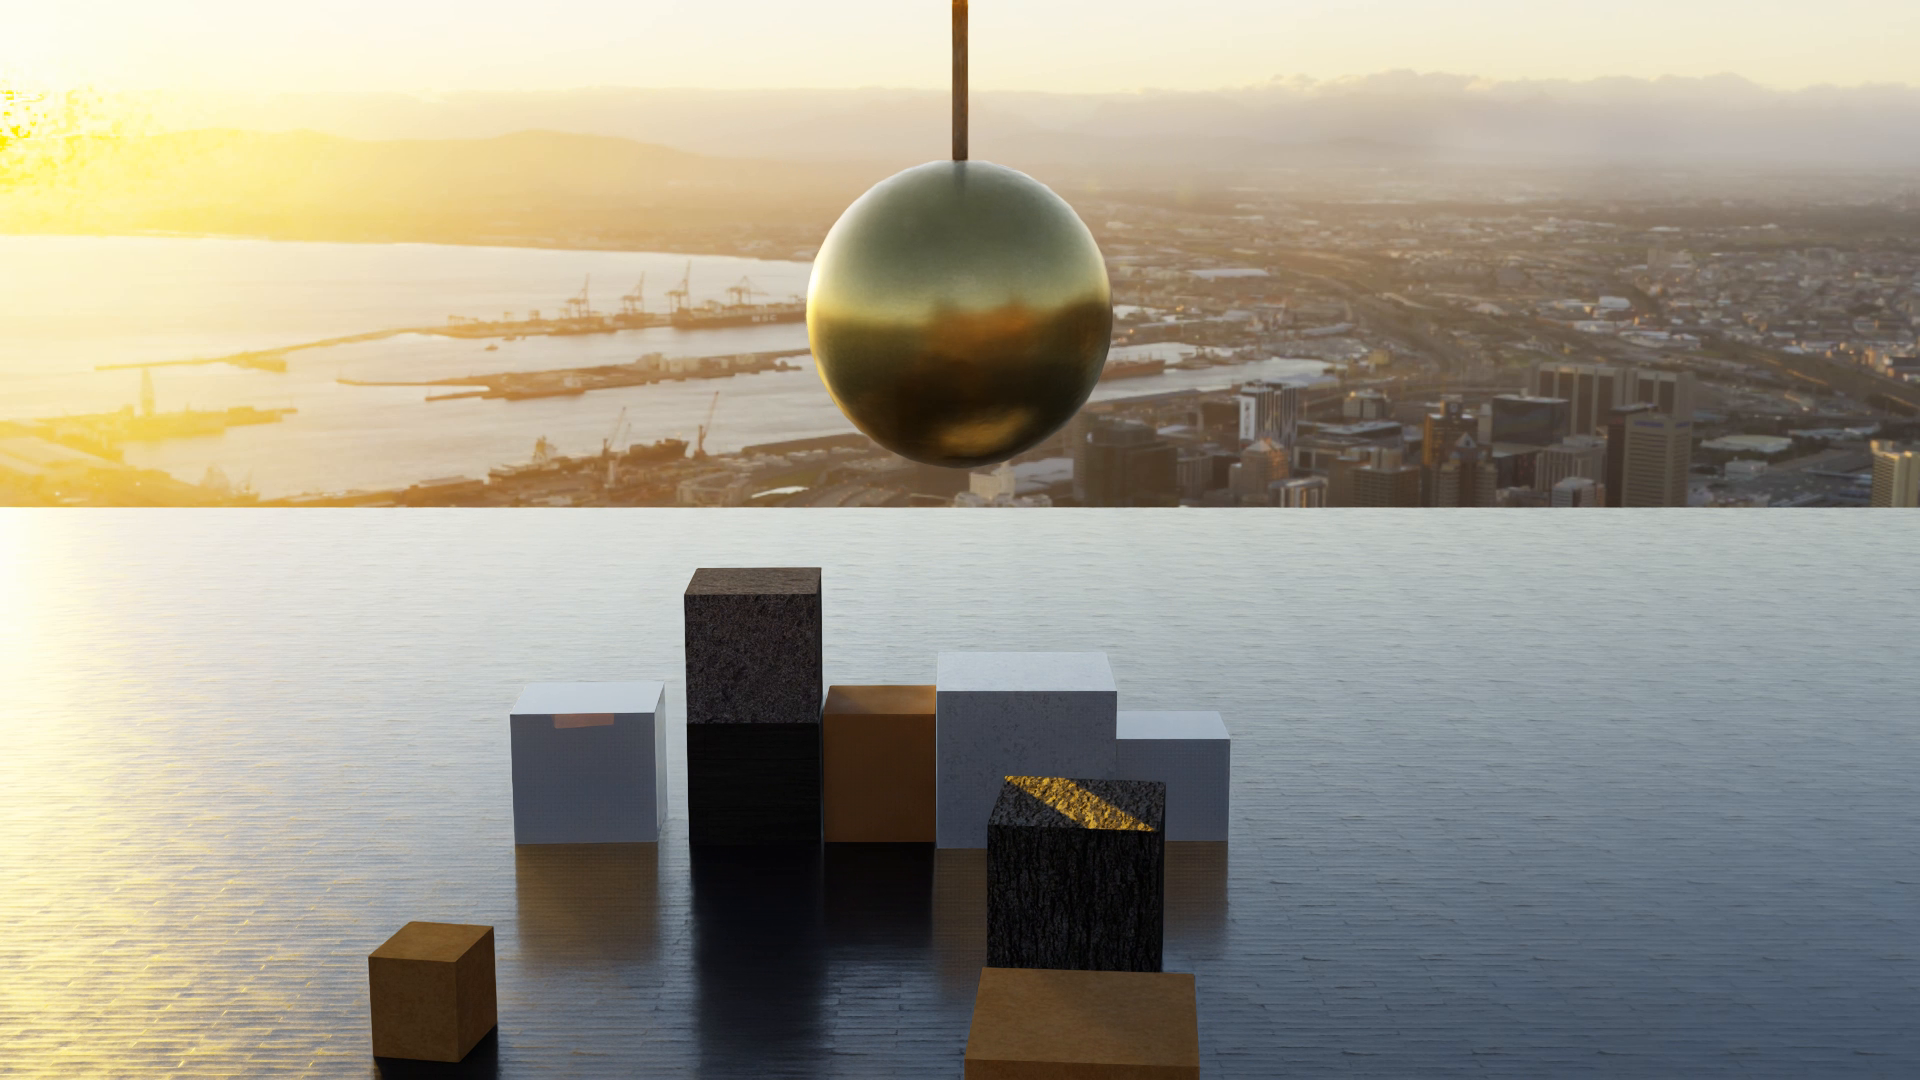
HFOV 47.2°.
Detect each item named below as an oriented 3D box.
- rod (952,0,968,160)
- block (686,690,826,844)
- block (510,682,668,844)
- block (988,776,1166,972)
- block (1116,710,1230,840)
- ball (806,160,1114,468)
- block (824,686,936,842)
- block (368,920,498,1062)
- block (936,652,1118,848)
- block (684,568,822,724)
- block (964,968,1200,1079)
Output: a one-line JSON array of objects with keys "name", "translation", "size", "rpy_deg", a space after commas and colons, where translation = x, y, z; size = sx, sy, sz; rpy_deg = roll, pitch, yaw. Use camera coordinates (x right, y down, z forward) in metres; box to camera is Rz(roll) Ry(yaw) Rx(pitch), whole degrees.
[{"name": "rod", "translation": [0.000, -4.460, 10.582], "size": [0.080, 5.200, 0.080], "rpy_deg": [0, 15, 0]}, {"name": "block", "translation": [-1.037, 1.169, 11.381], "size": [0.664, 0.629, 0.672], "rpy_deg": [0, 10, 0]}, {"name": "block", "translation": [-1.909, 1.143, 11.387], "size": [0.719, 0.677, 0.643], "rpy_deg": [-1, 10, -3]}, {"name": "block", "translation": [0.505, 1.476, 9.371], "size": [0.702, 0.743, 0.705], "rpy_deg": [1, 10, 7]}, {"name": "block", "translation": [1.075, 1.215, 11.388], "size": [0.574, 0.535, 0.550], "rpy_deg": [0, 10, 0]}, {"name": "ball", "translation": [0.000, -1.174, 11.457], "size": [1.600, 1.600, 1.600], "rpy_deg": [0, 10, 0]}, {"name": "block", "translation": [-0.407, 1.148, 11.383], "size": [0.562, 0.668, 0.597], "rpy_deg": [0, 10, 0]}, {"name": "block", "translation": [-2.072, 1.774, 8.667], "size": [0.353, 0.407, 0.398], "rpy_deg": [2, 10, 10]}, {"name": "block", "translation": [0.331, 1.073, 11.388], "size": [0.894, 0.814, 0.842], "rpy_deg": [0, 10, 0]}, {"name": "block", "translation": [-1.049, 0.530, 11.295], "size": [0.654, 0.658, 0.696], "rpy_deg": [0, 10, -1]}, {"name": "block", "translation": [0.403, 1.887, 7.171], "size": [0.719, 0.721, 0.764], "rpy_deg": [1, 10, 5]}]
